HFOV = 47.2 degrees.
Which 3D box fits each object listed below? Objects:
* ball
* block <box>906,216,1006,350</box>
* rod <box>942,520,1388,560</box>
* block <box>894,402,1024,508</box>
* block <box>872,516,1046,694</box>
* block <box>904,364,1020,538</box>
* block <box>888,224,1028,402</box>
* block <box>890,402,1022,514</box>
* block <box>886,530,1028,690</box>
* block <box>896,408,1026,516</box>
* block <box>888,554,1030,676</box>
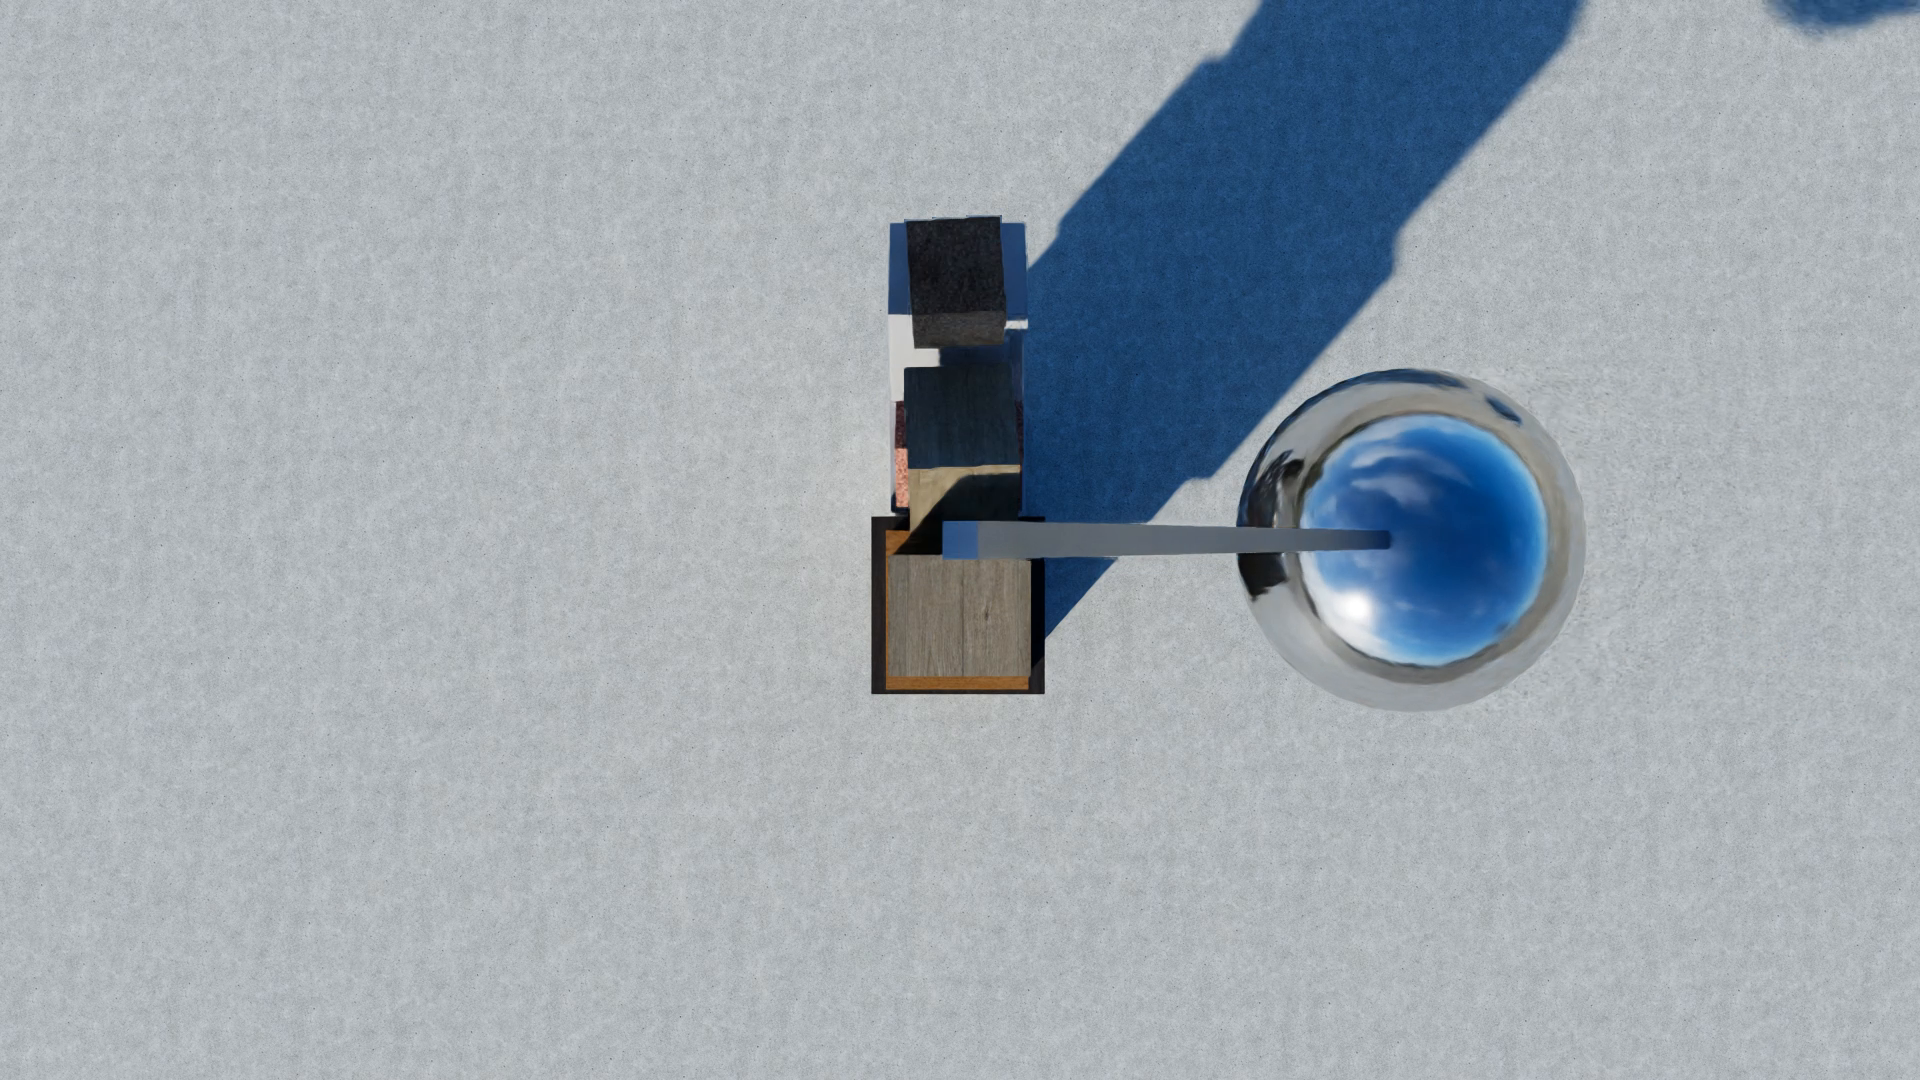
[{"bbox_3d":[2.074,0.000,10.184,1.600,1.600,1.600,0,90,0],"label":"ball"},{"bbox_3d":[-0.019,-1.197,10.280,0.430,0.486,0.456,-4,76,-1],"label":"block"},{"bbox_3d":[0.899,0.000,6.994,0.080,5.200,0.080,0,90,20],"label":"rod"},{"bbox_3d":[-0.004,-0.588,11.315,0.641,0.529,0.665,0,57,0],"label":"block"},{"bbox_3d":[-0.010,0.342,11.880,0.908,0.785,0.929,0,90,0],"label":"block"},{"bbox_3d":[0.003,-0.428,10.553,0.517,0.556,0.598,-3,56,-2],"label":"block"},{"bbox_3d":[-0.012,-1.128,10.946,0.668,0.674,0.586,0,55,0],"label":"block"},{"bbox_3d":[-0.021,-0.488,12.024,0.702,0.613,0.673,-1,90,0],"label":"block"},{"bbox_3d":[-0.014,0.340,11.071,0.689,0.832,0.770,0,90,0],"label":"block"},{"bbox_3d":[0.004,-0.342,12.666,0.732,0.668,0.805,0,90,0],"label":"block"},{"bbox_3d":[-0.002,0.344,10.316,0.646,0.677,0.550,0,90,0],"label":"block"}]
